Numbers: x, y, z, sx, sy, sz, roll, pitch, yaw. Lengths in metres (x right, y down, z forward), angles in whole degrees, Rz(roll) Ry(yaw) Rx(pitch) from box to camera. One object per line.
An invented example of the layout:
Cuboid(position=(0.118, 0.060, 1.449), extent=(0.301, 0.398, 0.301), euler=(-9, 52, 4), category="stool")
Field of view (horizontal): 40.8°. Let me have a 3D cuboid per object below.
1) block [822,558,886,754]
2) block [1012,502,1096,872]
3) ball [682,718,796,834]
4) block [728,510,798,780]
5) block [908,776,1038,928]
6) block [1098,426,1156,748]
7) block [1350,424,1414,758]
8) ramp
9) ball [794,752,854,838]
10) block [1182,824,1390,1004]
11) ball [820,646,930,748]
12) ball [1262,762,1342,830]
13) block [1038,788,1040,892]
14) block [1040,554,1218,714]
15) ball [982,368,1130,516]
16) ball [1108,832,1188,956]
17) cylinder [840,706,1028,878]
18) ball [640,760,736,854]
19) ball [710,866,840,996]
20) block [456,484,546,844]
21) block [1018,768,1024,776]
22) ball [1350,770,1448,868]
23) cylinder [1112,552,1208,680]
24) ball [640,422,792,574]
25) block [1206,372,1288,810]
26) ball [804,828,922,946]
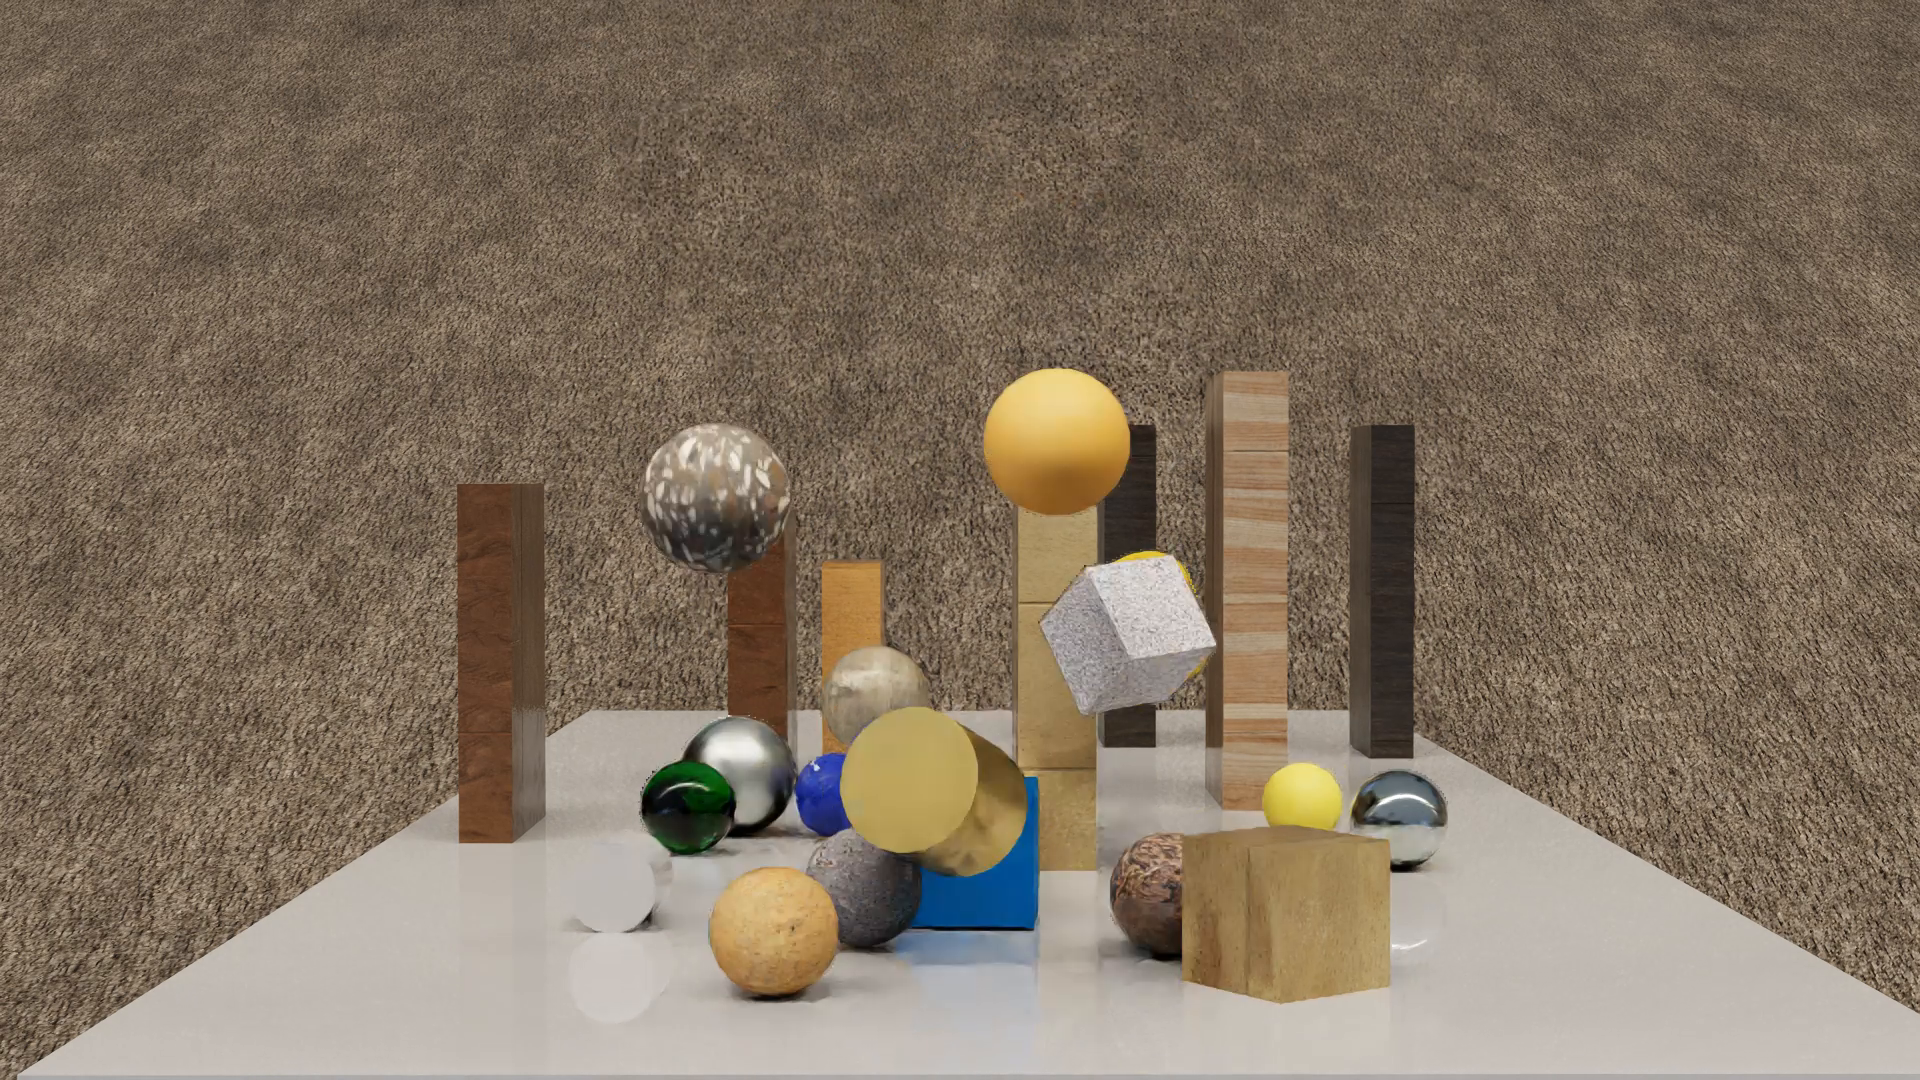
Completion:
Cuboid(position=(-0.209, 0.256, 5.123), extent=(0.113, 0.428, 0.312), euler=(0, 1, 0), category="block")
Cuboid(position=(0.146, 0.207, 4.089), extent=(0.118, 0.574, 0.424), euler=(0, 1, 0), category="block")
Cuboid(position=(-0.370, 0.392, 4.294), extent=(0.195, 0.195, 0.195), euler=(0, 26, 0), category="ball")
Cuboid(position=(-0.370, 0.210, 4.864), extent=(0.104, 0.531, 0.347), euler=(0, 1, 0), category="block")
Cuboid(position=(0.012, 0.417, 3.473), extent=(0.181, 0.181, 0.181), euler=(0, 0, 4), category="block")
Cuboid(position=(0.373, 0.099, 5.782), extent=(0.114, 0.707, 0.258), euler=(0, 1, 0), category="block")
Cuboid(position=(0.910, 0.106, 5.572), extent=(0.091, 0.703, 0.292), euler=(0, 1, 0), category="block")
Cuboid(position=(0.059, 0.533, 4.569), extent=(2.000, 0.100, 4.000), euler=(0, 1, 0), category="ramp")
Cuboid(position=(-0.202, 0.420, 4.240), extent=(0.142, 0.142, 0.142), euler=(0, 26, 0), category="ball")
Cuboid(position=(0.382, 0.435, 3.027), extent=(0.171, 0.171, 0.171), euler=(-1, 2, -35), category="block")
Cuboid(position=(-0.119, 0.225, 3.635), extent=(0.154, 0.154, 0.154), euler=(0, 26, 0), category="ball")
Cuboid(position=(0.556, 0.427, 4.189), extent=(0.130, 0.130, 0.130), euler=(0, 26, 0), category="ball")
Cuboid(position=(0.035, 0.432, 3.639), extent=(0.147, 0.147, 0.147), euler=(0, 1, 4), category="block")
Cuboid(position=(0.190, 0.107, 2.928), extent=(0.122, 0.122, 0.122), euler=(-8, 61, -33), category="block")
Cuboid(position=(0.101, -0.103, 2.702), extent=(0.155, 0.155, 0.155), euler=(0, 26, 0), category="ball")
Cuboid(position=(0.262, 0.440, 3.209), extent=(0.153, 0.153, 0.153), euler=(0, 26, 0), category="ball")
Cuboid(position=(-0.030, 0.311, 3.160), extent=(0.178, 0.178, 0.178), euler=(13, -11, 25), category="cylinder")
Cuboid(position=(-0.429, 0.421, 4.067), extent=(0.149, 0.149, 0.149), euler=(0, 26, 0), category="ball")
Cuboid(position=(-0.213, 0.449, 2.958), extent=(0.149, 0.149, 0.149), euler=(0, 26, 0), category="ball")
Cuboid(position=(-0.770, 0.197, 4.350), extent=(0.087, 0.584, 0.338), euler=(0, 1, 0), category="block")
Cuboid(position=(0.032, 0.417, 3.808), extent=(0.129, 0.129, 0.129), euler=(0, 68, 14), category="block")
Cuboid(position=(0.666, 0.424, 3.914), extent=(0.148, 0.148, 0.148), euler=(0, 26, 0), category="ball")
Cuboid(position=(0.284, 0.119, 3.832), extent=(0.146, 0.146, 0.146), euler=(-12, 45, 13), category="cylinder")
Cuboid(position=(-0.241, -0.041, 2.550), extent=(0.150, 0.150, 0.150), euler=(0, 26, 0), category="ball")
Cuboid(position=(0.526, 0.087, 4.757), extent=(0.115, 0.781, 0.330), euler=(0, 1, 0), category="block")
Cuboid(position=(-0.123, 0.439, 3.271), extent=(0.151, 0.151, 0.151), euler=(0, 26, 0), category="ball")
